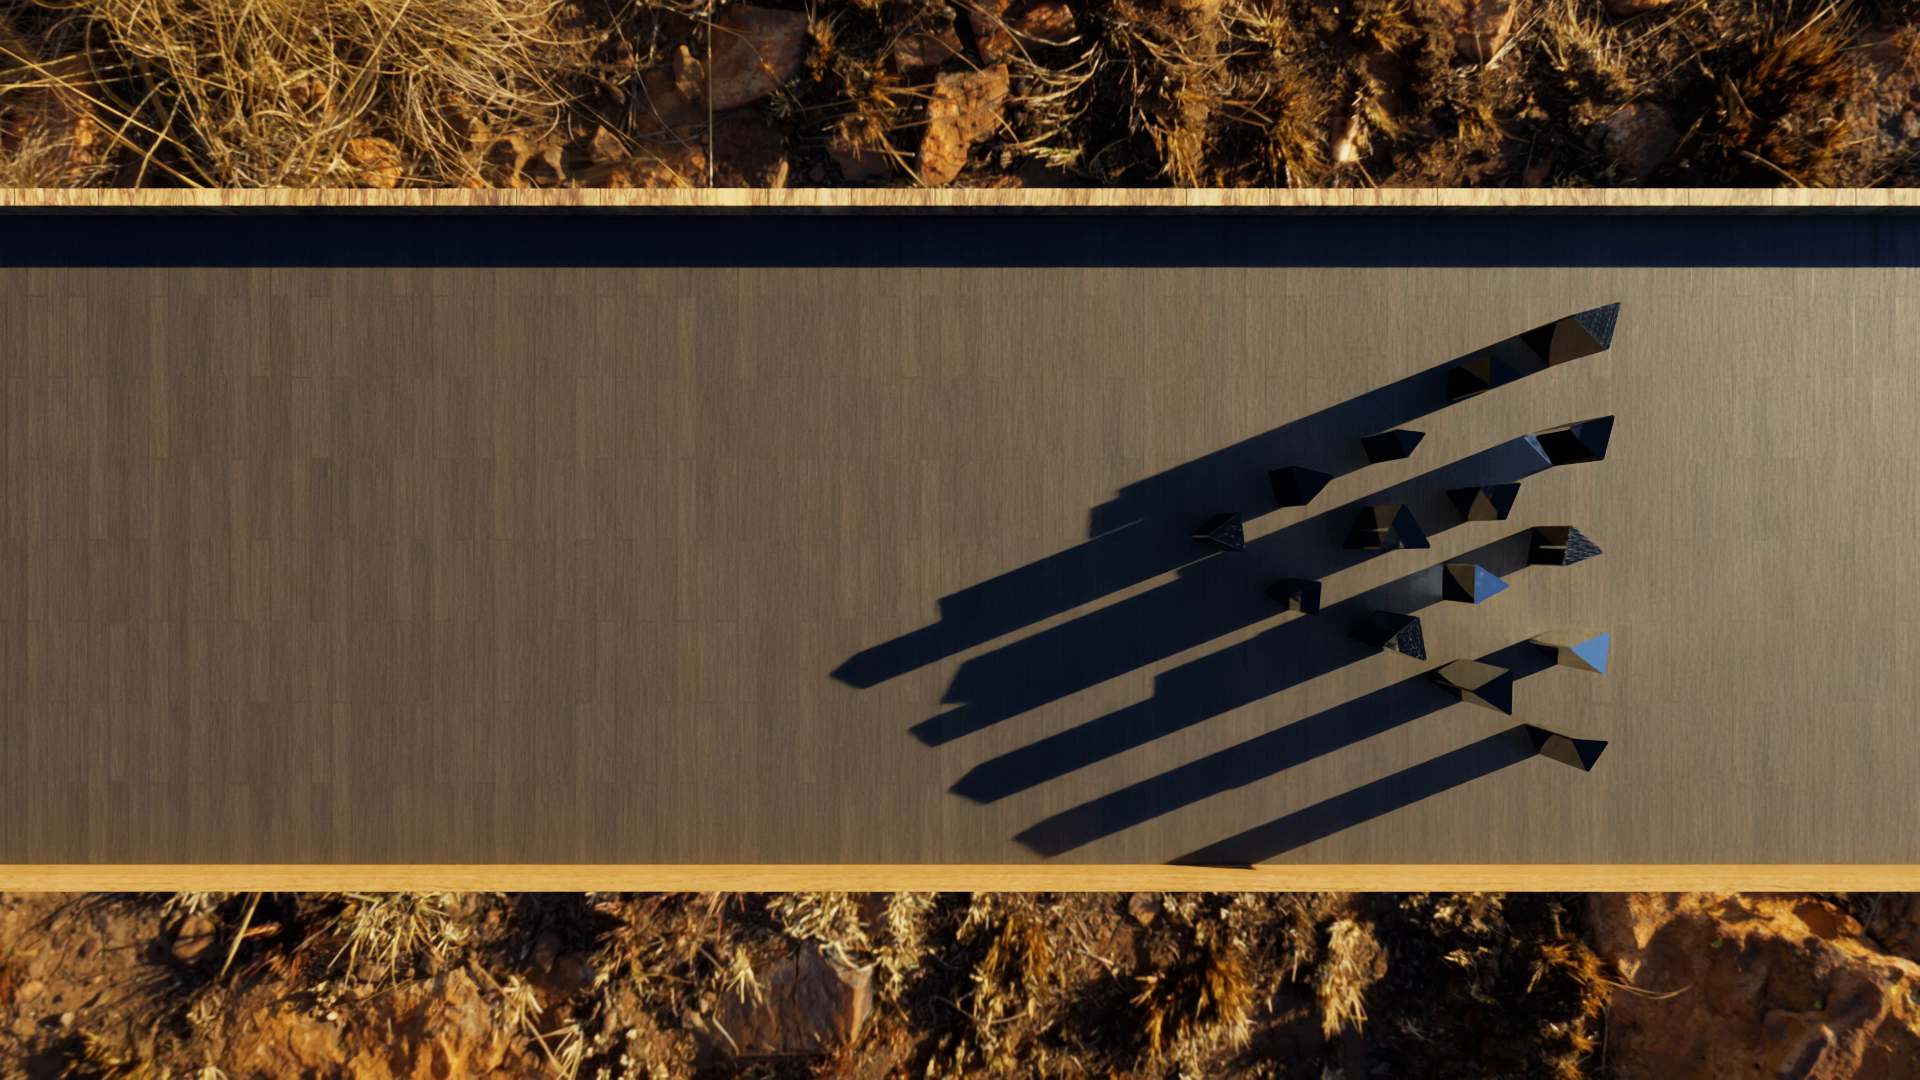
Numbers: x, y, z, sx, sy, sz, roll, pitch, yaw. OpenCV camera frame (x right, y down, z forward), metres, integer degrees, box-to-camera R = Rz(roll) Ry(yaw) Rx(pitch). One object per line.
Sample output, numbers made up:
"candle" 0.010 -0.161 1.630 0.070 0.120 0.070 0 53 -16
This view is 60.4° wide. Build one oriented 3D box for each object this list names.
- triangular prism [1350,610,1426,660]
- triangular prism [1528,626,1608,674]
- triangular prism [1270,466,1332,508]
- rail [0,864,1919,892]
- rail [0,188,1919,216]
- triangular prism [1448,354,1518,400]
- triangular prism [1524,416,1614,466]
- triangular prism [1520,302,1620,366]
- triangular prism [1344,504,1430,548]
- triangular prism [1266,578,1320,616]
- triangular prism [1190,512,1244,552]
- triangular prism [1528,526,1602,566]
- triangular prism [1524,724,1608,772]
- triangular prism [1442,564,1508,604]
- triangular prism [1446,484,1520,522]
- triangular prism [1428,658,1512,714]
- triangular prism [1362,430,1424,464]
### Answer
"triangular prism" 1.271 0.267 4.857 0.124 0.440 0.108 20 90 0
"triangular prism" 1.826 0.307 4.897 0.117 0.358 0.101 37 90 0
"triangular prism" 0.988 -0.175 4.894 0.102 0.366 0.118 44 90 0
"rail" -2.247 1.025 5.001 12.000 0.150 0.050 0 90 0
"rail" -2.247 -1.025 5.002 12.000 0.150 0.050 0 90 0
"triangular prism" 1.527 -0.488 4.879 0.099 0.396 0.086 -26 90 0
"triangular prism" 1.822 -0.313 4.885 0.132 0.383 0.114 45 90 0
"triangular prism" 1.812 -0.624 4.855 0.138 0.444 0.120 45 90 0
"triangular prism" 1.248 -0.040 4.856 0.143 0.442 0.124 -1 90 0
"triangular prism" 1.001 0.153 4.880 0.095 0.394 0.082 35 90 0
"triangular prism" 0.775 -0.034 4.878 0.112 0.396 0.097 22 90 0
"triangular prism" 1.786 0.006 4.925 0.121 0.304 0.105 -19 90 0
"triangular prism" 1.774 0.591 4.879 0.088 0.396 0.102 34 90 0
"triangular prism" 1.512 0.115 4.918 0.111 0.318 0.096 -28 90 0
"triangular prism" 1.569 -0.133 4.905 0.100 0.343 0.115 -37 90 0
"triangular prism" 1.518 0.411 4.848 0.125 0.456 0.108 31 90 0
"triangular prism" 1.264 -0.291 4.876 0.075 0.400 0.087 37 90 0
